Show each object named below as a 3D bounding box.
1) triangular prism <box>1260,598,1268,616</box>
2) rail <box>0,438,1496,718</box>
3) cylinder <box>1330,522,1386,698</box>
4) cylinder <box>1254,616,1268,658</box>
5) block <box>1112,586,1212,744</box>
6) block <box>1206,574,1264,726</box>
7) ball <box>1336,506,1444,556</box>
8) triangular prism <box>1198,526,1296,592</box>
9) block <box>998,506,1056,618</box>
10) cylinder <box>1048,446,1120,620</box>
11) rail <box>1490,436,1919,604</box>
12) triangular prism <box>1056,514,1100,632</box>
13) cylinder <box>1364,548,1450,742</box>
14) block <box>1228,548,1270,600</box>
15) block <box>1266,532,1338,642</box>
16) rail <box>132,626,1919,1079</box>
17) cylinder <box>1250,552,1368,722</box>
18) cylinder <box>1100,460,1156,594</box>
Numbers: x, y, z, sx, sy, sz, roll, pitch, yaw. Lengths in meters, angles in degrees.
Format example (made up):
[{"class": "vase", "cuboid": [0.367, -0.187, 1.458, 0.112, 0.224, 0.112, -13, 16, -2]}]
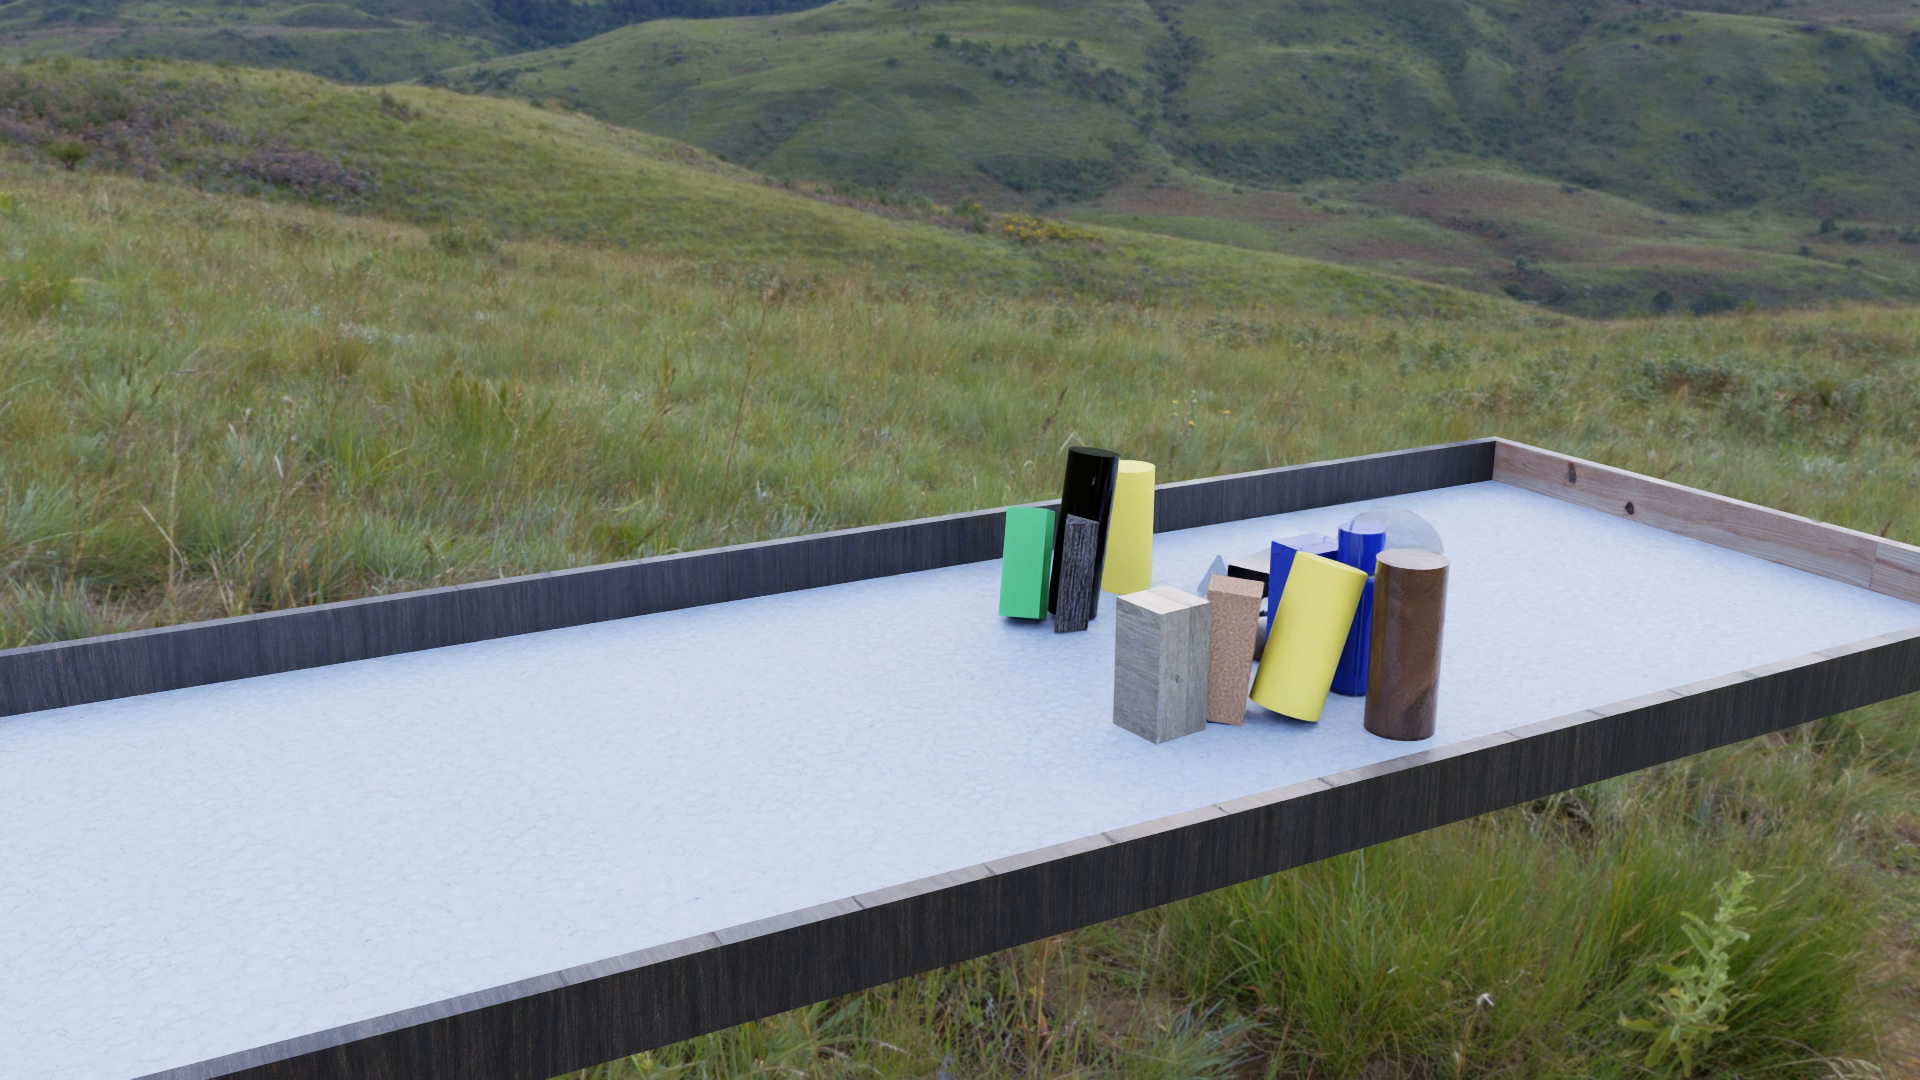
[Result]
[{"class": "triangular prism", "cuboid": [0.800, 0.199, 4.432, 0.345, 0.106, 0.091, -5, -19, -17]}, {"class": "rail", "cuboid": [-3.305, 0.497, 3.399, 12.000, 0.150, 0.050, -9, 18, -27]}, {"class": "cylinder", "cuboid": [0.971, 0.170, 4.036, 0.112, 0.416, 0.112, 0, 16, 0]}, {"class": "cylinder", "cuboid": [0.912, 0.247, 4.322, 0.336, 0.109, 0.109, -3, 17, -10]}, {"class": "block", "cuboid": [0.467, 0.287, 3.823, 0.153, 0.314, 0.153, -11, 20, -33]}, {"class": "block", "cuboid": [0.630, 0.259, 3.889, 0.123, 0.320, 0.123, 9, 18, 11]}, {"class": "ball", "cuboid": [1.195, 0.060, 4.608, 0.306, 0.306, 0.306, 0, 16, 0]}, {"class": "triangular prism", "cuboid": [0.882, 0.059, 4.923, 0.142, 0.123, 0.405, 14, 21, 39]}, {"class": "block", "cuboid": [0.186, 0.063, 4.569, 0.113, 0.301, 0.113, 4, -2, 14]}, {"class": "cylinder", "cuboid": [0.341, -0.020, 4.580, 0.143, 0.459, 0.143, 7, 12, -2]}, {"class": "rail", "cuboid": [2.466, -0.048, 5.253, 0.050, 0.150, 2.100, -9, 18, -27]}, {"class": "triangular prism", "cuboid": [0.299, 0.089, 4.491, 0.100, 0.306, 0.087, -2, 18, -24]}, {"class": "cylinder", "cuboid": [1.028, 0.241, 3.803, 0.163, 0.413, 0.163, 0, 16, 0]}, {"class": "block", "cuboid": [0.937, 0.110, 4.716, 0.149, 0.149, 0.403, 14, 21, 40]}, {"class": "block", "cuboid": [0.876, 0.176, 4.137, 0.146, 0.349, 0.146, -9, 19, -29]}, {"class": "rail", "cuboid": [-2.336, 1.006, 1.665, 12.000, 0.150, 0.050, -9, 18, -27]}, {"class": "cylinder", "cuboid": [0.819, 0.225, 3.881, 0.173, 0.362, 0.173, 16, 8, -2]}, {"class": "cylinder", "cuboid": [0.490, -0.037, 4.831, 0.151, 0.367, 0.151, 0, 16, 0]}]
